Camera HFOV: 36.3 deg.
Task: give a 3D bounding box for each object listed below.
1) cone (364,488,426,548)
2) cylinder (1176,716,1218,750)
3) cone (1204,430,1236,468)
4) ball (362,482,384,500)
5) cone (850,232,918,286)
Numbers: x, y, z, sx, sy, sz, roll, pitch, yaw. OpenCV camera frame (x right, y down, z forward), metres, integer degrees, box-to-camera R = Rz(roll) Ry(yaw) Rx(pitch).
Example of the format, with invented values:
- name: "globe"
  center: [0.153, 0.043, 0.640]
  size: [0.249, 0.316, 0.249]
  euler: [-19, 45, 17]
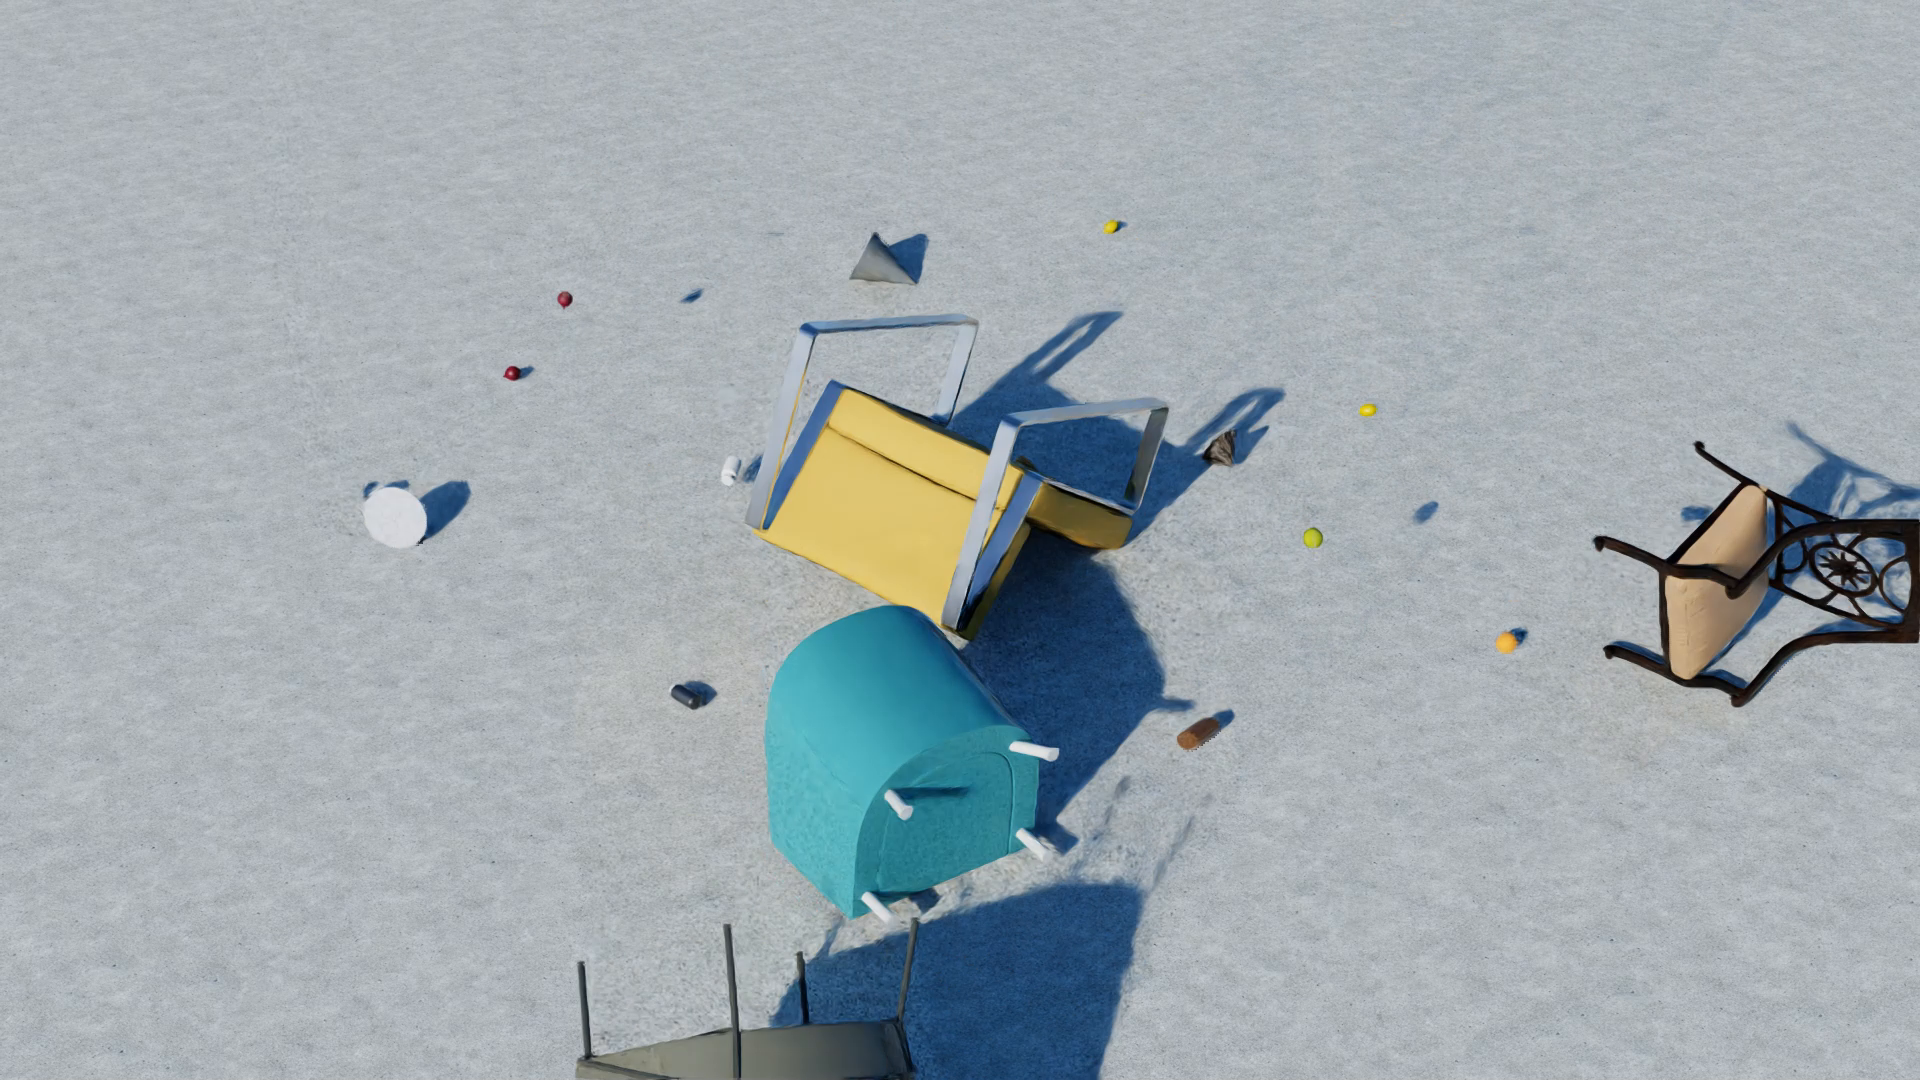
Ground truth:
- name: "cone"
  center: [-2.108, -0.076, 10.976]
  size: [0.247, 0.152, 0.213]
  euler: [42, 83, -2]
- name: "cylinder"
  center: [0.801, 0.650, 9.883]
  size: [0.112, 0.064, 0.100]
  euler: [-30, 3, -37]
- name: "cone"
  center: [1.028, -0.325, 11.323]
  size: [0.115, 0.208, 0.111]
  euler: [-12, 64, -33]
- name: "ball"
  center: [-2.224, -0.177, 11.132]
  size: [0.089, 0.089, 0.089]
  euler: [0, 33, 0]
- name: "cone"
  center: [-0.301, -1.158, 12.595]
  size: [0.269, 0.228, 0.317]
  euler: [28, 0, -5]
